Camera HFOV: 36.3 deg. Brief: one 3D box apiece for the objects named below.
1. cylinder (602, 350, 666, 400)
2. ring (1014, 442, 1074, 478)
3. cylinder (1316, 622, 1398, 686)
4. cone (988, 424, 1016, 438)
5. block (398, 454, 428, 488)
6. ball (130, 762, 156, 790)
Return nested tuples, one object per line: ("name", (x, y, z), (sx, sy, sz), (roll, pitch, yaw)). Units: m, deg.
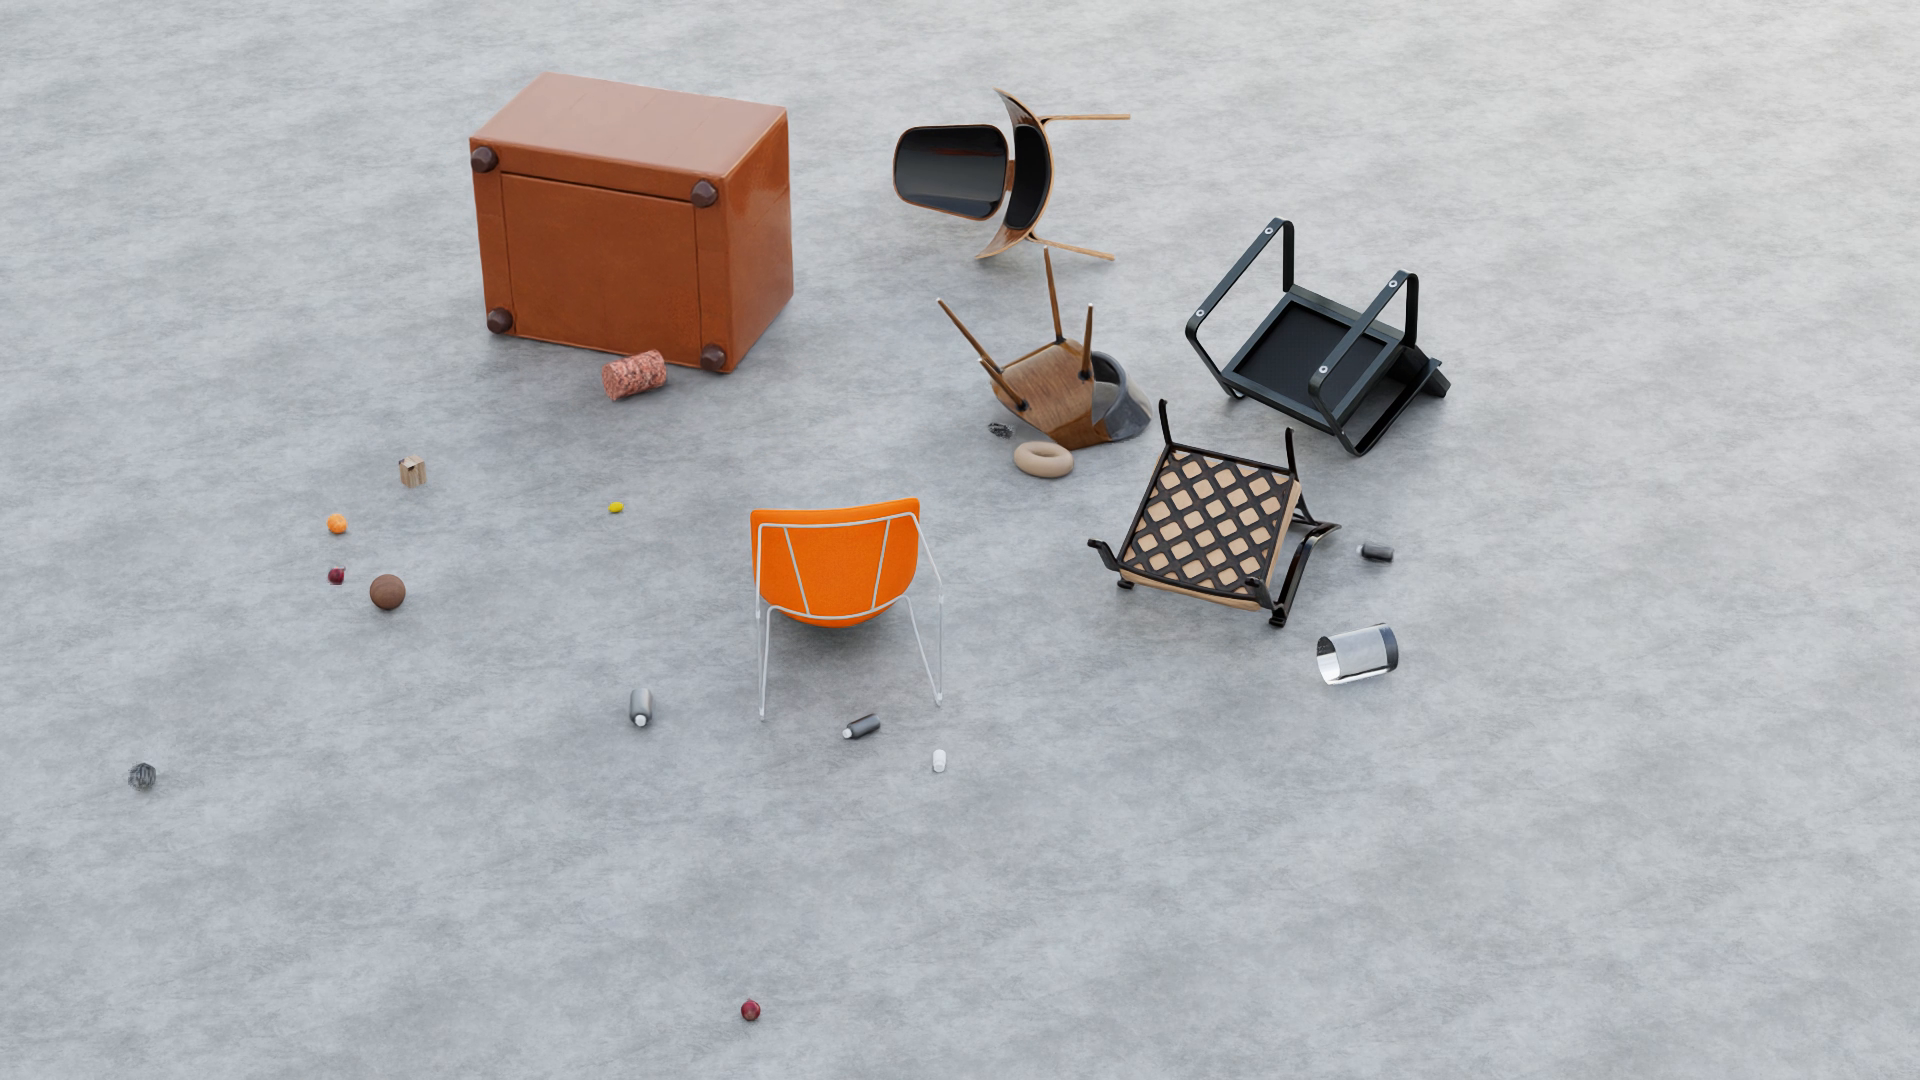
("cylinder", (-1.312, -0.665, 11.804), (0.218, 0.167, 0.136), (-19, 57, -27))
("ring", (0.325, -0.311, 11.340), (0.242, 0.087, 0.170), (13, 34, 17))
("cylinder", (1.381, 0.396, 10.183), (0.230, 0.178, 0.169), (-12, 35, -18))
("cone", (0.190, -0.440, 11.590), (0.130, 0.050, 0.099), (20, 23, 38))
("block", (-2.101, -0.263, 11.257), (0.075, 0.095, 0.066), (-26, 42, -34))
("ball", (-2.698, 0.780, 9.681), (0.089, 0.089, 0.089), (0, 33, 0))
